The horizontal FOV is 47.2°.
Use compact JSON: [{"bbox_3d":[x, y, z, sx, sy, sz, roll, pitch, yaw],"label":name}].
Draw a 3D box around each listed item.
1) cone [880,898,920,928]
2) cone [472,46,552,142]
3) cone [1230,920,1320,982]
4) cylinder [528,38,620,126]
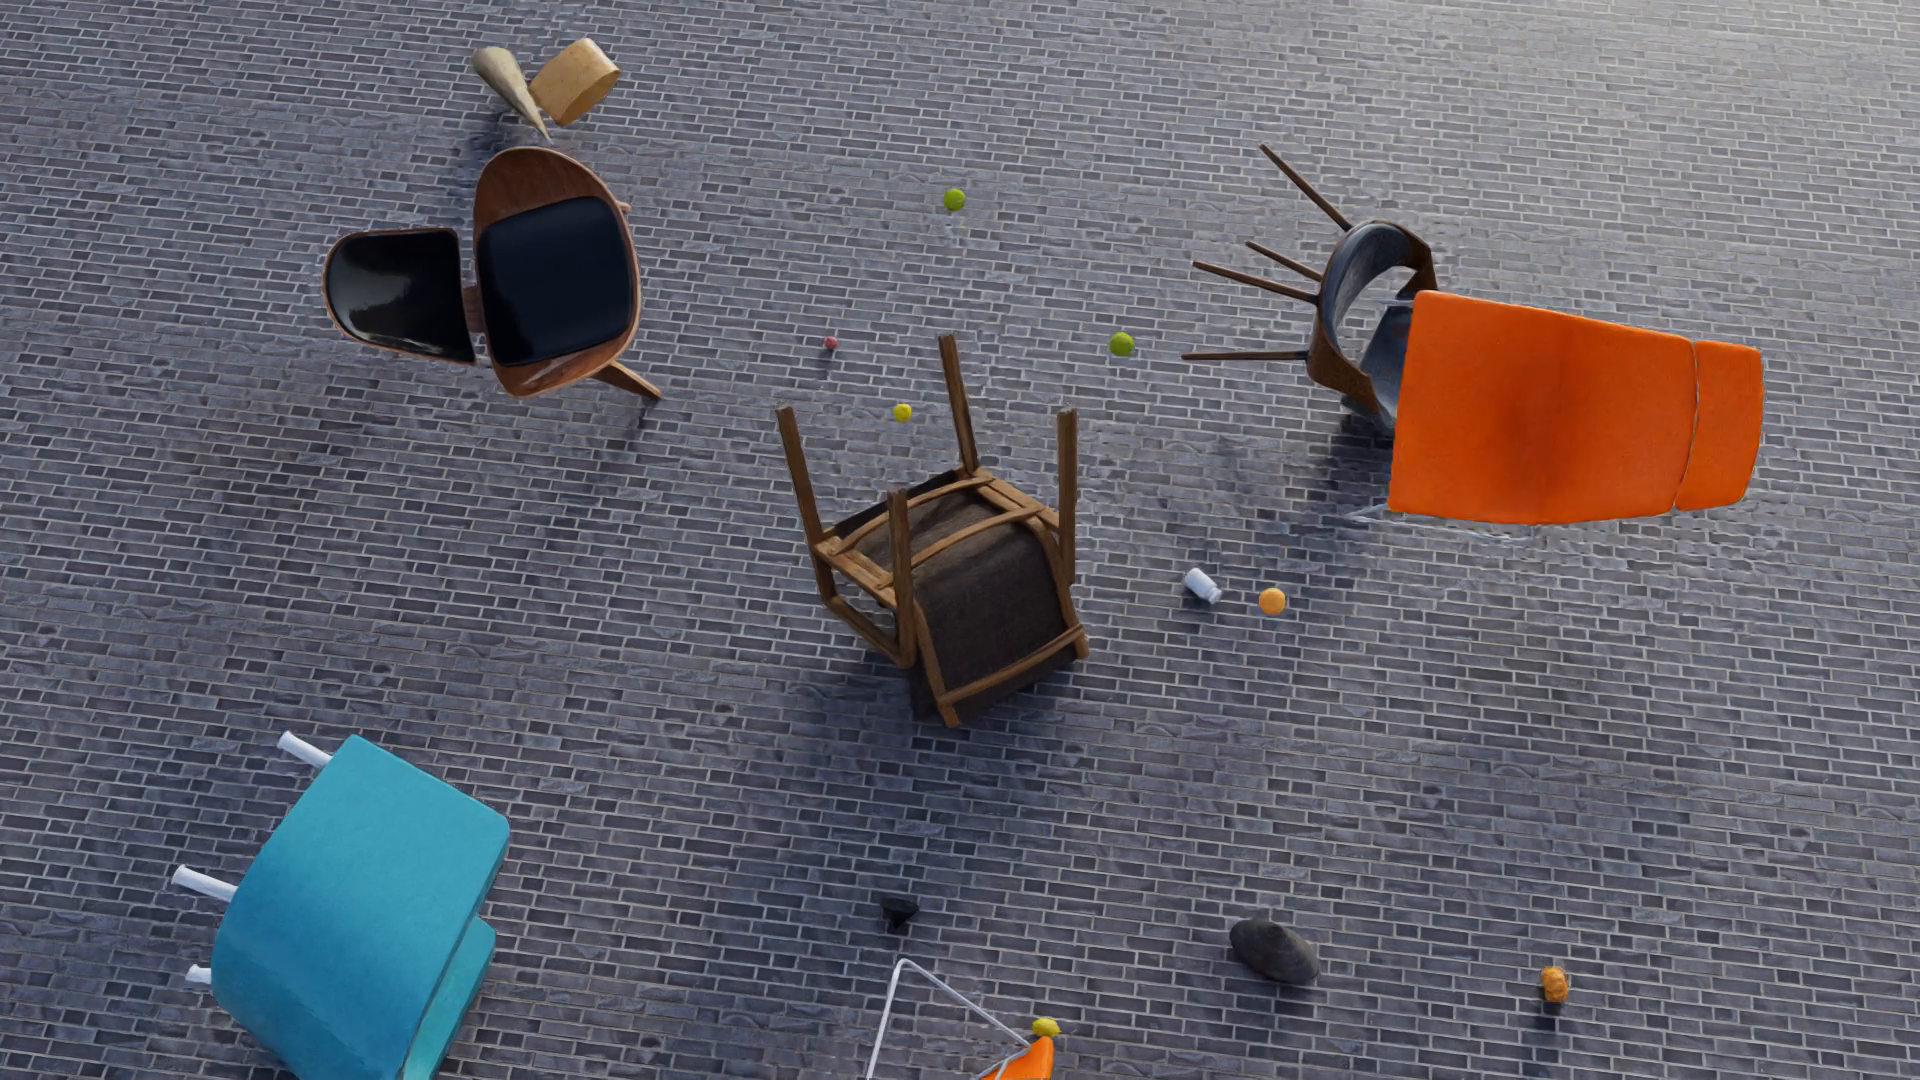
[{"bbox_3d":[-0.166,1.007,5.872,0.107,0.067,0.119,3,8,-38],"label":"cone"},{"bbox_3d":[-1.471,-1.469,7.416,0.131,0.315,0.351,-37,82,6],"label":"cone"},{"bbox_3d":[0.833,1.046,5.781,0.258,0.114,0.164,27,51,24],"label":"cone"},{"bbox_3d":[-1.175,-1.396,6.697,0.252,0.128,0.144,-42,81,-3],"label":"cylinder"}]
